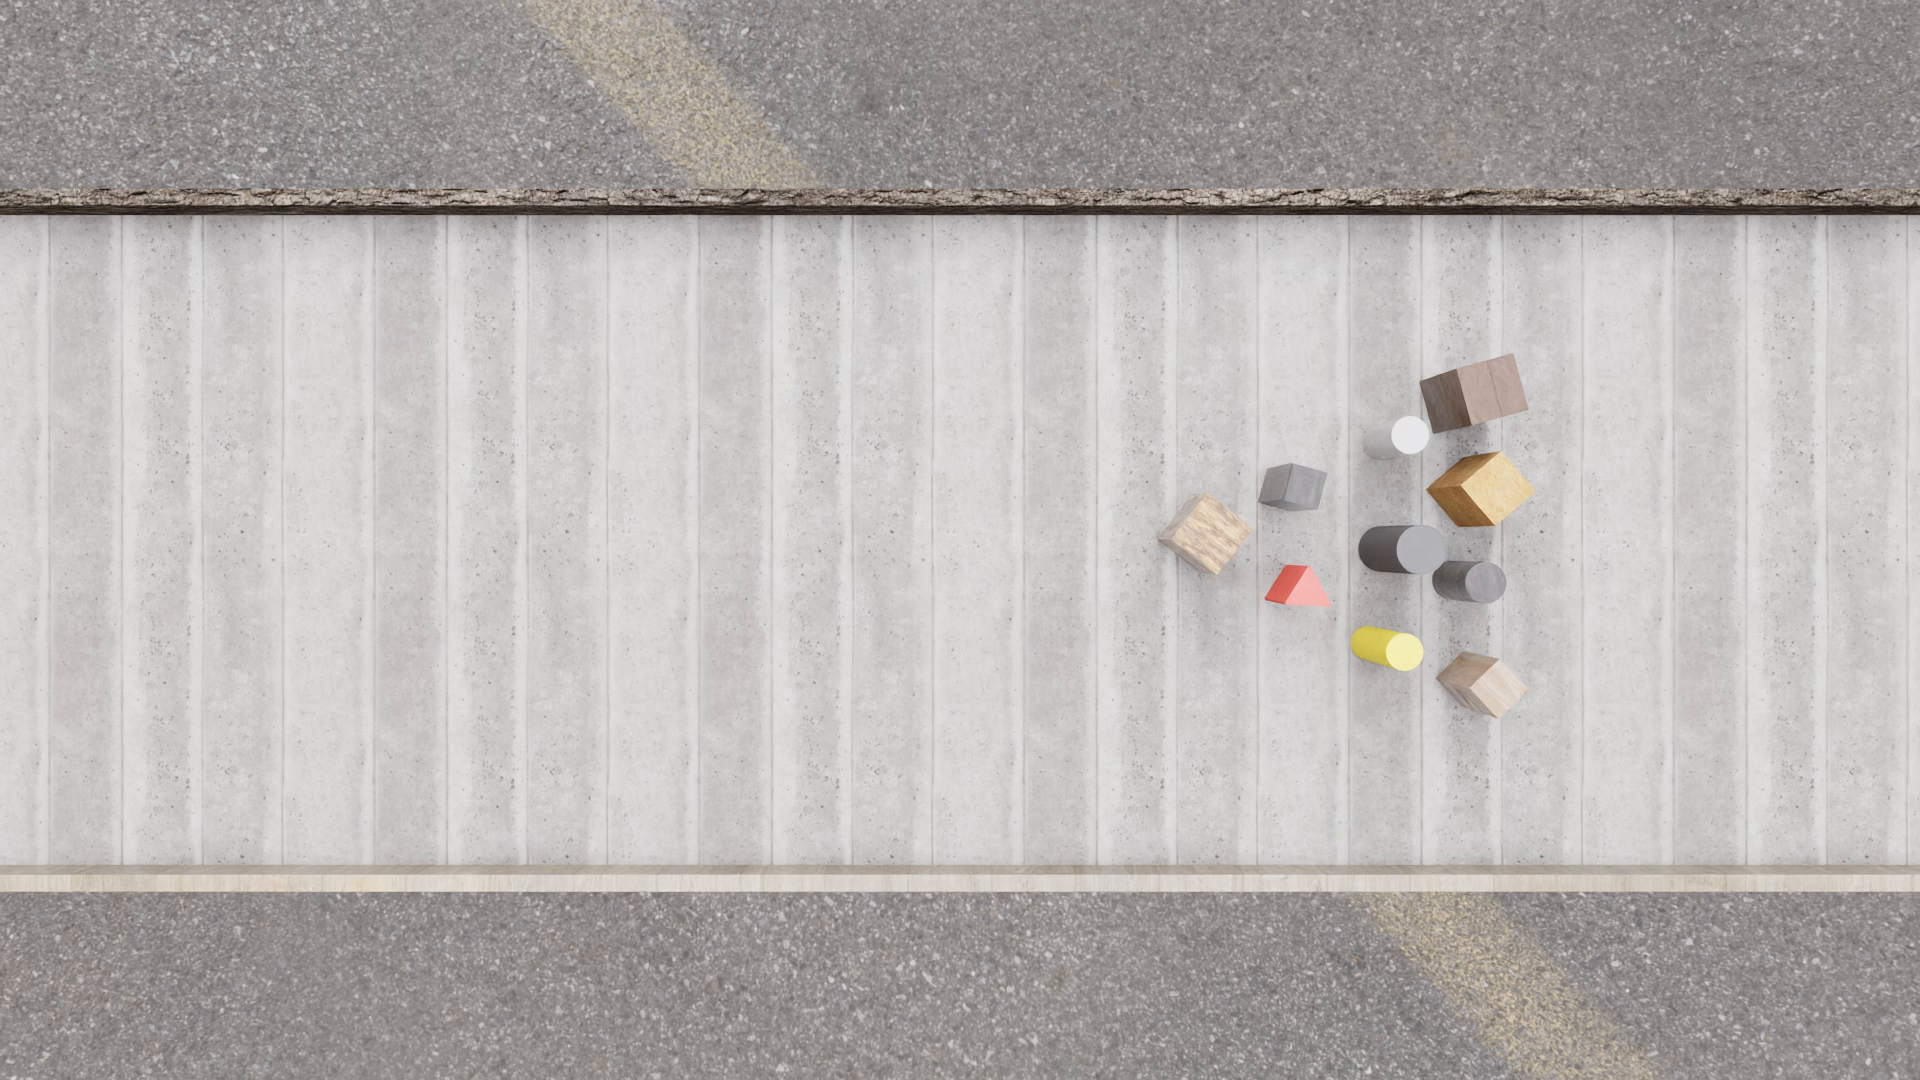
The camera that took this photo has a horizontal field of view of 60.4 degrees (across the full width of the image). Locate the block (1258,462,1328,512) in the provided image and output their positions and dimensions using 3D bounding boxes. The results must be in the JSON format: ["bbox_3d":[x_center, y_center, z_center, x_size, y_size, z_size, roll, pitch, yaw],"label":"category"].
[{"bbox_3d":[0.983,-0.154,4.890,0.108,0.373,0.108,16,90,0],"label":"block"}]

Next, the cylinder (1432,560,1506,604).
[{"bbox_3d":[1.513,0.123,4.911,0.120,0.331,0.120,0,90,0],"label":"cylinder"}]

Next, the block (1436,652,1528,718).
[{"bbox_3d":[1.548,0.427,4.906,0.122,0.342,0.122,-43,90,0],"label":"block"}]

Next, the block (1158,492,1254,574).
[{"bbox_3d":[0.724,-0.018,4.906,0.168,0.341,0.168,38,90,0],"label":"block"}]

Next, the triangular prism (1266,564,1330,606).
[{"bbox_3d":[1.005,0.130,4.913,0.129,0.327,0.112,3,90,0],"label":"triangular prism"}]

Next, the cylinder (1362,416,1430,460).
[{"bbox_3d":[1.292,-0.301,4.904,0.109,0.346,0.109,0,90,0],"label":"cylinder"}]

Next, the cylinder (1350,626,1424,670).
[{"bbox_3d":[1.255,0.317,4.866,0.105,0.421,0.105,0,90,0],"label":"cylinder"}]

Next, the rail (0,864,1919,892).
[{"bbox_3d":[-2.247,1.025,5.001,12.000,0.150,0.050,0,90,0],"label":"rail"}]

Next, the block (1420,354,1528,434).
[{"bbox_3d":[1.516,-0.429,4.886,0.168,0.382,0.168,-15,90,0],"label":"block"}]

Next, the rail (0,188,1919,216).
[{"bbox_3d":[-2.247,-1.025,5.002,12.000,0.150,0.050,0,90,0],"label":"rail"}]

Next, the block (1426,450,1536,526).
[{"bbox_3d":[1.540,-0.148,4.898,0.153,0.357,0.153,-40,90,0],"label":"block"}]

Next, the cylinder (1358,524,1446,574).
[{"bbox_3d":[1.296,0.027,4.854,0.141,0.446,0.141,0,90,0],"label":"cylinder"}]
